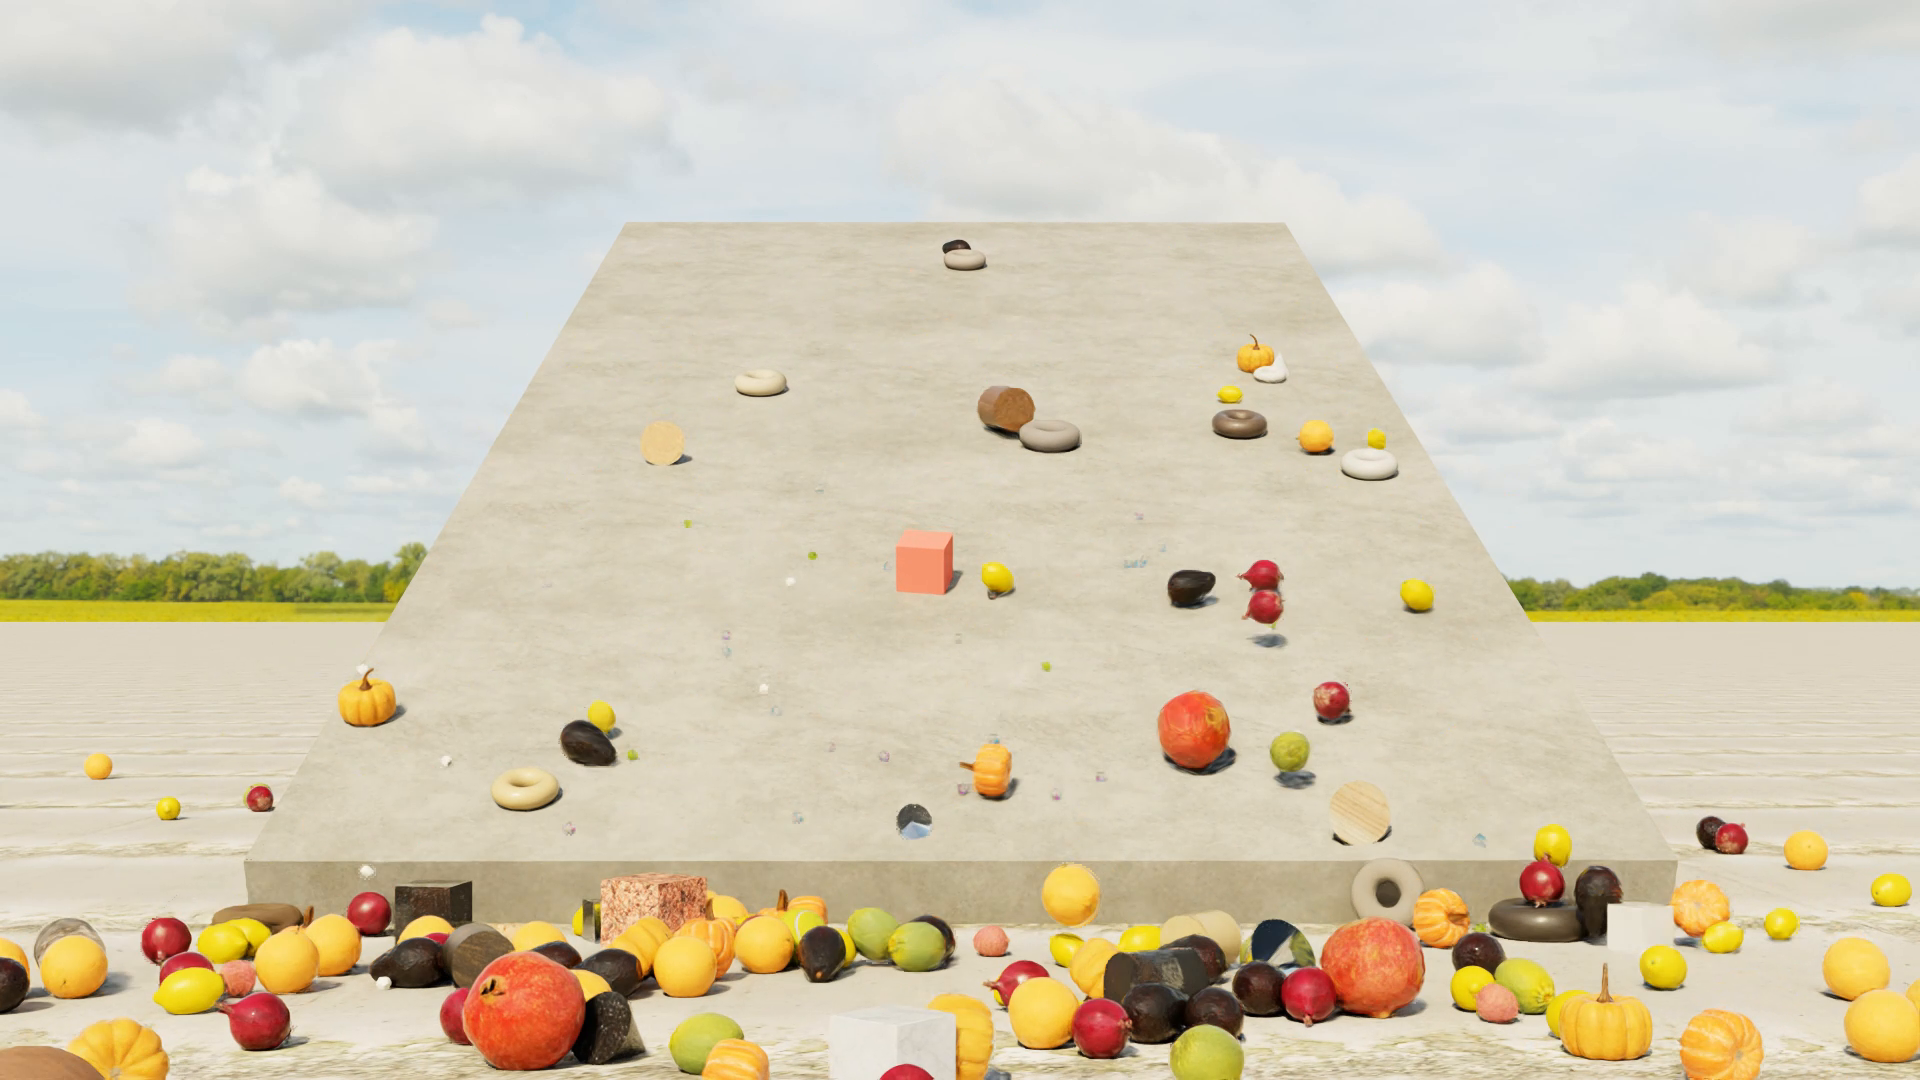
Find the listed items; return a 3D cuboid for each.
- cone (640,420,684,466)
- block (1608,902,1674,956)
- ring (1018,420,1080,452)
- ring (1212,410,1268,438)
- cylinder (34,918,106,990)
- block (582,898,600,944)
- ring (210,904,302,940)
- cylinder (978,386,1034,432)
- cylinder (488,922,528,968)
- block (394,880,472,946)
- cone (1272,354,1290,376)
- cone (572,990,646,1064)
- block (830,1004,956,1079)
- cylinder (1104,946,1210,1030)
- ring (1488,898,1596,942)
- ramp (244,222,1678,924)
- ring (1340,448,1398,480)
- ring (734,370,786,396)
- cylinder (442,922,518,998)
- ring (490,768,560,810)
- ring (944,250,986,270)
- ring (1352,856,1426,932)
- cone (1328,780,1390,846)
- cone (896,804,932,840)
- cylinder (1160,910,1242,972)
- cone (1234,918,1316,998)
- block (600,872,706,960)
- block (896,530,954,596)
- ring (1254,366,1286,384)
[{"bbox_3d":[-0.621,-0.198,4.819,0.095,0.095,0.095,0,-6,3],"label":"cone"},{"bbox_3d":[0.882,0.503,2.950,0.059,0.059,0.059,1,-2,-32],"label":"block"},{"bbox_3d":[0.193,-0.225,4.894,0.133,0.044,0.133,1,20,0],"label":"ring"},{"bbox_3d":[0.611,-0.255,4.980,0.122,0.041,0.122,1,20,0],"label":"ring"},{"bbox_3d":[-1.046,0.486,2.675,0.074,0.074,0.074,1,-2,-25],"label":"cylinder"},{"bbox_3d":[-0.471,0.509,3.048,0.053,0.053,0.053,1,-2,-27],"label":"block"},{"bbox_3d":[-0.952,0.517,3.083,0.120,0.040,0.120,-1,-2,0],"label":"ring"},{"bbox_3d":[0.100,-0.287,4.958,0.095,0.095,0.095,1,6,-23],"label":"cylinder"},{"bbox_3d":[-0.567,0.500,2.797,0.055,0.055,0.055,1,-2,-30],"label":"cylinder"},{"bbox_3d":[-0.702,0.497,3.039,0.077,0.077,0.077,0,-2,10],"label":"block"},{"bbox_3d":[0.758,-0.421,5.401,0.054,0.054,0.054,0,21,0],"label":"cone"},{"bbox_3d":[-0.331,0.492,2.244,0.074,0.074,0.074,-1,-30,34],"label":"cone"},{"bbox_3d":[-0.059,0.462,2.022,0.080,0.080,0.080,-2,-2,40],"label":"block"},{"bbox_3d":[0.207,0.474,2.404,0.081,0.081,0.081,1,-2,-27],"label":"cylinder"},{"bbox_3d":[0.787,0.513,3.079,0.141,0.047,0.141,-1,-1,0],"label":"ring"},{"bbox_3d":[-0.005,-0.212,5.063,2.000,0.100,4.000,0,21,0],"label":"ramp"},{"bbox_3d":[0.850,-0.158,4.725,0.119,0.040,0.119,-1,21,0],"label":"ring"},{"bbox_3d":[-0.461,-0.365,5.266,0.122,0.041,0.122,1,20,0],"label":"ring"},{"bbox_3d":[-0.554,0.484,2.628,0.075,0.075,0.075,1,-2,-21],"label":"cylinder"},{"bbox_3d":[-0.639,0.365,3.344,0.099,0.033,0.099,1,20,0],"label":"ring"},{"bbox_3d":[0.013,-0.786,6.386,0.120,0.040,0.120,1,20,0],"label":"ring"},{"bbox_3d":[0.590,0.488,3.134,0.104,0.104,0.035,-1,-11,23],"label":"ring"},{"bbox_3d":[0.557,0.392,3.266,0.092,0.092,0.092,0,-6,-11],"label":"cone"},{"bbox_3d":[-0.070,0.403,3.259,0.051,0.051,0.051,0,-6,-12],"label":"cone"},{"bbox_3d":[0.293,0.491,2.779,0.072,0.072,0.072,-2,-2,40],"label":"cylinder"},{"bbox_3d":[0.346,0.501,2.640,0.095,0.095,0.095,1,-29,-36],"label":"cone"},{"bbox_3d":[-0.394,0.484,2.933,0.096,0.096,0.096,-1,-2,33],"label":"block"},{"bbox_3d":[-0.064,0.040,4.128,0.088,0.088,0.088,4,21,10],"label":"block"},{"bbox_3d":[0.729,-0.389,5.356,0.077,0.026,0.077,-1,21,0],"label":"ring"}]
